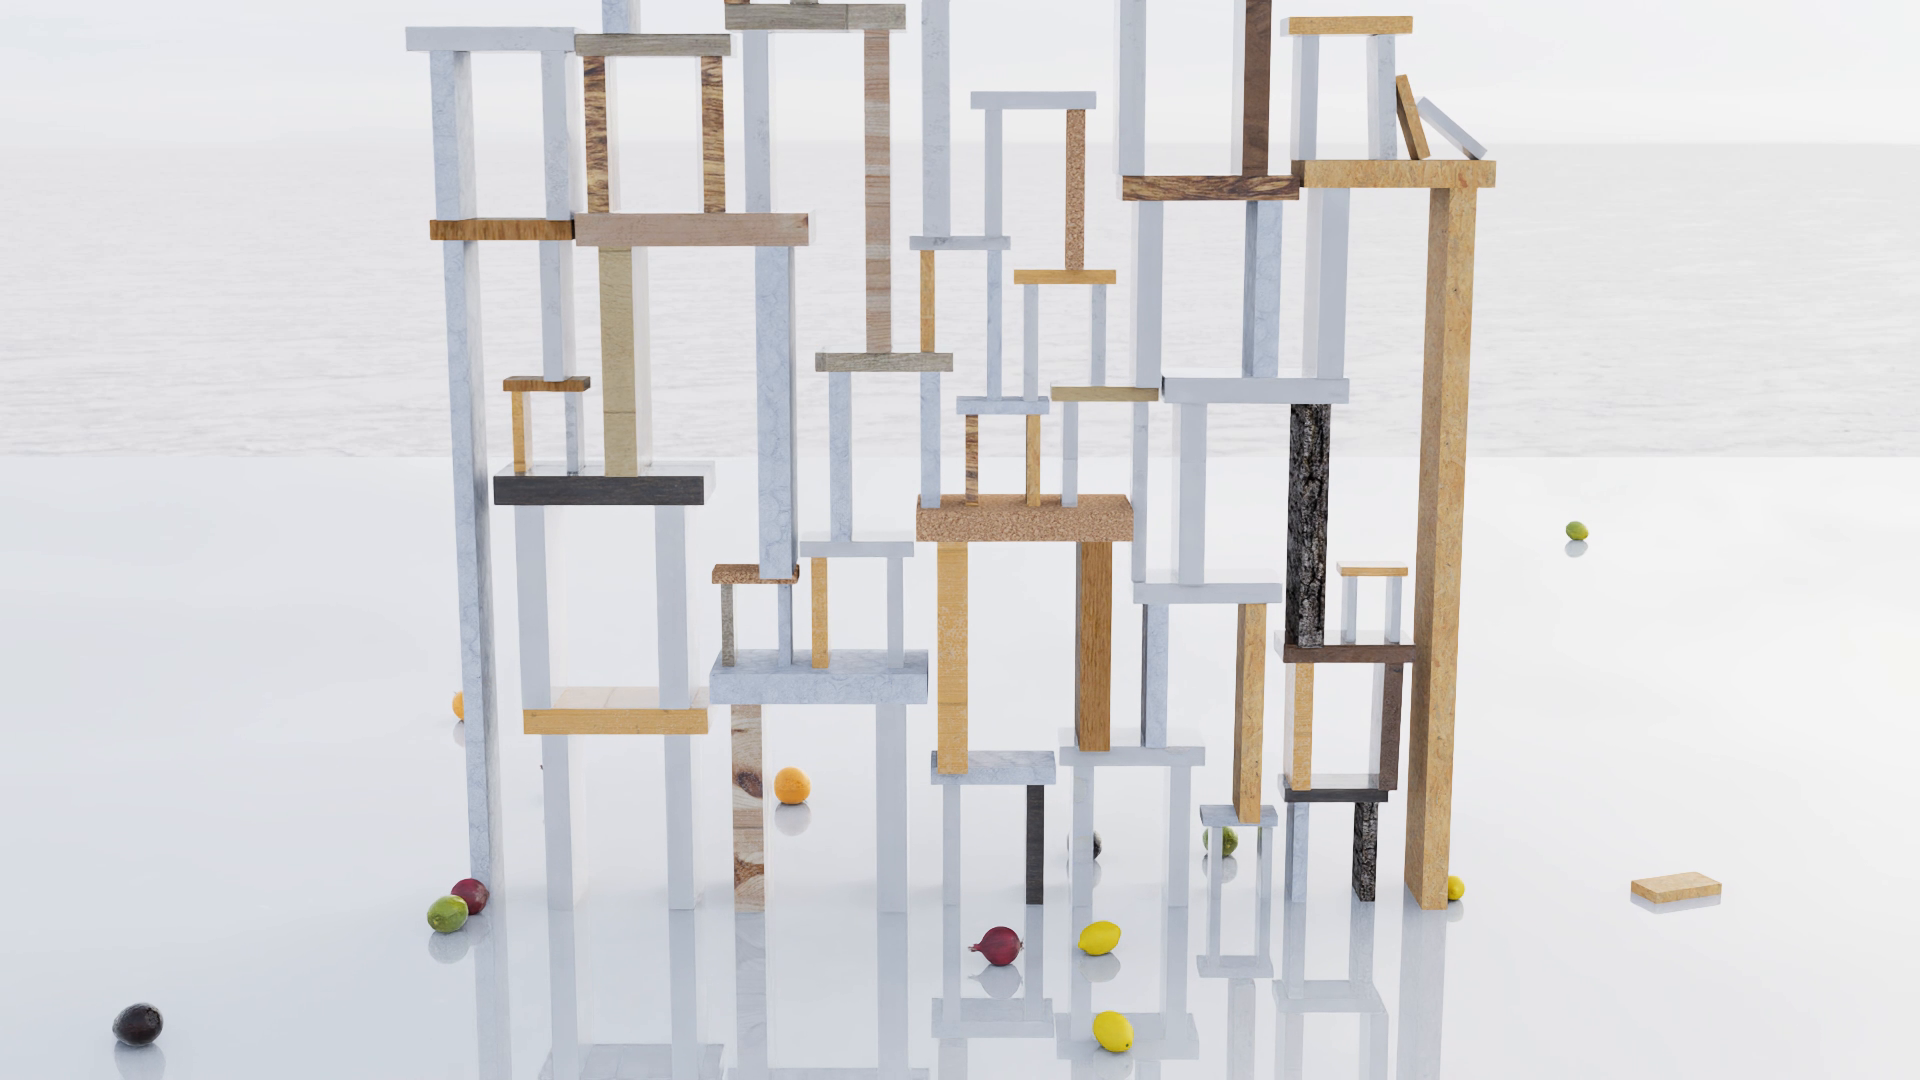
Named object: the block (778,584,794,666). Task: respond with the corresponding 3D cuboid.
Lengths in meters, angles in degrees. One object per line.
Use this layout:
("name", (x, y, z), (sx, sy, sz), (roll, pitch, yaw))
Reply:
("block", (-0.284, 0.132, 3.584), (0.019, 0.137, 0.068), (0, 11, 0))

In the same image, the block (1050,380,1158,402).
("block", (0.230, -0.238, 3.511), (0.169, 0.024, 0.085), (0, 11, 1))

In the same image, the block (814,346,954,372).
("block", (-0.119, -0.289, 3.507), (0.217, 0.031, 0.108), (0, 11, 0))

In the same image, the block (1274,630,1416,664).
("block", (0.627, 0.174, 3.595), (0.213, 0.030, 0.107), (0, 10, 0))

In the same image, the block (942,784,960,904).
("block", (-0.014, 0.490, 3.650), (0.029, 0.204, 0.102), (0, 11, 0))

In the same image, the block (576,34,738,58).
("block", (-0.469, -0.767, 3.416), (0.237, 0.034, 0.118), (0, 11, -1))

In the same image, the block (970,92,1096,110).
("block", (0.115, -0.684, 3.424), (0.194, 0.027, 0.097), (0, 11, 3))

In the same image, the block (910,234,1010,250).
("block", (0.000, -0.472, 3.476), (0.158, 0.022, 0.079), (0, 11, 1))

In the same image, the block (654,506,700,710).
("block", (-0.459, 0.094, 3.581), (0.047, 0.332, 0.166), (0, 11, 0))

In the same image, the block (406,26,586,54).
("block", (-0.719, -0.777, 3.419), (0.256, 0.036, 0.128), (0, 11, -1))

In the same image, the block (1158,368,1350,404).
("block", (0.464, -0.247, 3.512), (0.289, 0.041, 0.144), (0, 11, 0))

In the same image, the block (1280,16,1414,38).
("block", (0.599, -0.797, 3.416), (0.190, 0.027, 0.095), (-1, 11, 0))

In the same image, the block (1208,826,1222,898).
("block", (0.424, 0.528, 3.662), (0.017, 0.123, 0.062), (0, 11, 1))

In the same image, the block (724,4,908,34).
("block", (-0.220, -0.809, 3.413), (0.275, 0.039, 0.138), (0, 11, 0))

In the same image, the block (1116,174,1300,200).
("block", (0.387, -0.555, 3.459), (0.274, 0.039, 0.137), (0, 11, 0))

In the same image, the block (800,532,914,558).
("block", (-0.165, 0.007, 3.561), (0.183, 0.026, 0.091), (0, 11, -1))

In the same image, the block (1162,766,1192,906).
("block", (0.359, 0.473, 3.651), (0.034, 0.237, 0.118), (0, 11, 0))

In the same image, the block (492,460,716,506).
("block", (-0.569, -0.093, 3.547), (0.332, 0.047, 0.166), (0, 11, 0))

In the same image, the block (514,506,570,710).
("block", (-0.680, 0.094, 3.581), (0.047, 0.332, 0.166), (0, 11, 0))

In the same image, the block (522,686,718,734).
("block", (-0.554, 0.279, 3.607), (0.296, 0.042, 0.148), (0, 11, 0))

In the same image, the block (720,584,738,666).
("block", (-0.375, 0.132, 3.585), (0.019, 0.137, 0.068), (0, 11, 0))

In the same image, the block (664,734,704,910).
("block", (-0.455, 0.445, 3.638), (0.042, 0.296, 0.148), (0, 10, 0))

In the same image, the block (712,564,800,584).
("block", (-0.331, 0.055, 3.570), (0.137, 0.019, 0.068), (0, 11, 0))

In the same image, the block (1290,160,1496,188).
("block", (0.676, -0.575, 3.449), (0.293, 0.042, 0.147), (0, 11, 0))

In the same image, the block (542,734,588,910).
("block", (-0.653, 0.445, 3.638), (0.042, 0.296, 0.148), (0, 11, 0))

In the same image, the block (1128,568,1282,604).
("block", (0.396, 0.074, 3.568), (0.238, 0.034, 0.119), (0, 11, 1))

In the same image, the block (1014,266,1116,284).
("block", (0.165, -0.419, 3.482), (0.160, 0.023, 0.080), (0, 11, 0))

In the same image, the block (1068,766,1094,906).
("block", (0.201, 0.473, 3.651), (0.034, 0.237, 0.118), (0, 11, 0))

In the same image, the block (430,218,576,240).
("block", (-0.714, -0.492, 3.473), (0.220, 0.031, 0.110), (0, 11, 0))

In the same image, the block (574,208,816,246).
("block", (-0.412, -0.494, 3.471), (0.359, 0.051, 0.180), (0, 11, 0))

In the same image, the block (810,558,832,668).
("block", (-0.226, 0.109, 3.580), (0.026, 0.183, 0.091), (0, 11, 0))

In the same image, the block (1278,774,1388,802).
("block", (0.616, 0.410, 3.639), (0.170, 0.024, 0.085), (0, 10, 0))

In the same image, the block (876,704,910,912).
("block", (-0.111, 0.418, 3.639), (0.049, 0.348, 0.174), (0, 11, 0))

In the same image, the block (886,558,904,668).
("block", (-0.104, 0.109, 3.580), (0.026, 0.183, 0.091), (0, 11, 0))

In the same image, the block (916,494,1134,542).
("block", (0.102, -0.037, 3.553), (0.343, 0.049, 0.171), (0, 11, 0))

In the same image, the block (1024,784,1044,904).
("block", (0.123, 0.490, 3.649), (0.029, 0.204, 0.102), (0, 11, 0))

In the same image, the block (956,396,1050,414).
("block", (0.068, -0.216, 3.517), (0.148, 0.021, 0.074), (0, 11, 0))

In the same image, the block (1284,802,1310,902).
("block", (0.560, 0.506, 3.657), (0.024, 0.170, 0.085), (0, 11, 0))

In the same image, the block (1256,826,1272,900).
("block", (0.507, 0.528, 3.661), (0.017, 0.123, 0.062), (0, 11, 0))

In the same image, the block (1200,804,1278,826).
("block", (0.463, 0.458, 3.655), (0.123, 0.017, 0.062), (0, 11, 1))

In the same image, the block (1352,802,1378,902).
("block", (0.674, 0.506, 3.657), (0.024, 0.170, 0.085), (0, 11, 0))

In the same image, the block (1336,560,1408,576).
("block", (0.668, 0.046, 3.565), (0.108, 0.015, 0.054), (0, 10, 1))

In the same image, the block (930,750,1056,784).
("block", (0.054, 0.375, 3.628), (0.204, 0.029, 0.102), (0, 11, 0))

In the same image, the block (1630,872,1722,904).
("block", (1.196, 0.580, 3.672), (0.132, 0.019, 0.066), (-4, 11, -21))

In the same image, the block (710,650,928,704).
("block", (-0.227, 0.223, 3.603), (0.348, 0.049, 0.174), (0, 11, 0))

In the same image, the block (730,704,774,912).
("block", (-0.343, 0.418, 3.639), (0.049, 0.348, 0.174), (0, 11, 0))

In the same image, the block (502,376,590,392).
("block", (-0.659, -0.249, 3.512), (0.128, 0.018, 0.064), (0, 11, 1))

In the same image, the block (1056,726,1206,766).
("block", (0.280, 0.340, 3.627), (0.237, 0.034, 0.118), (0, 11, 0))
